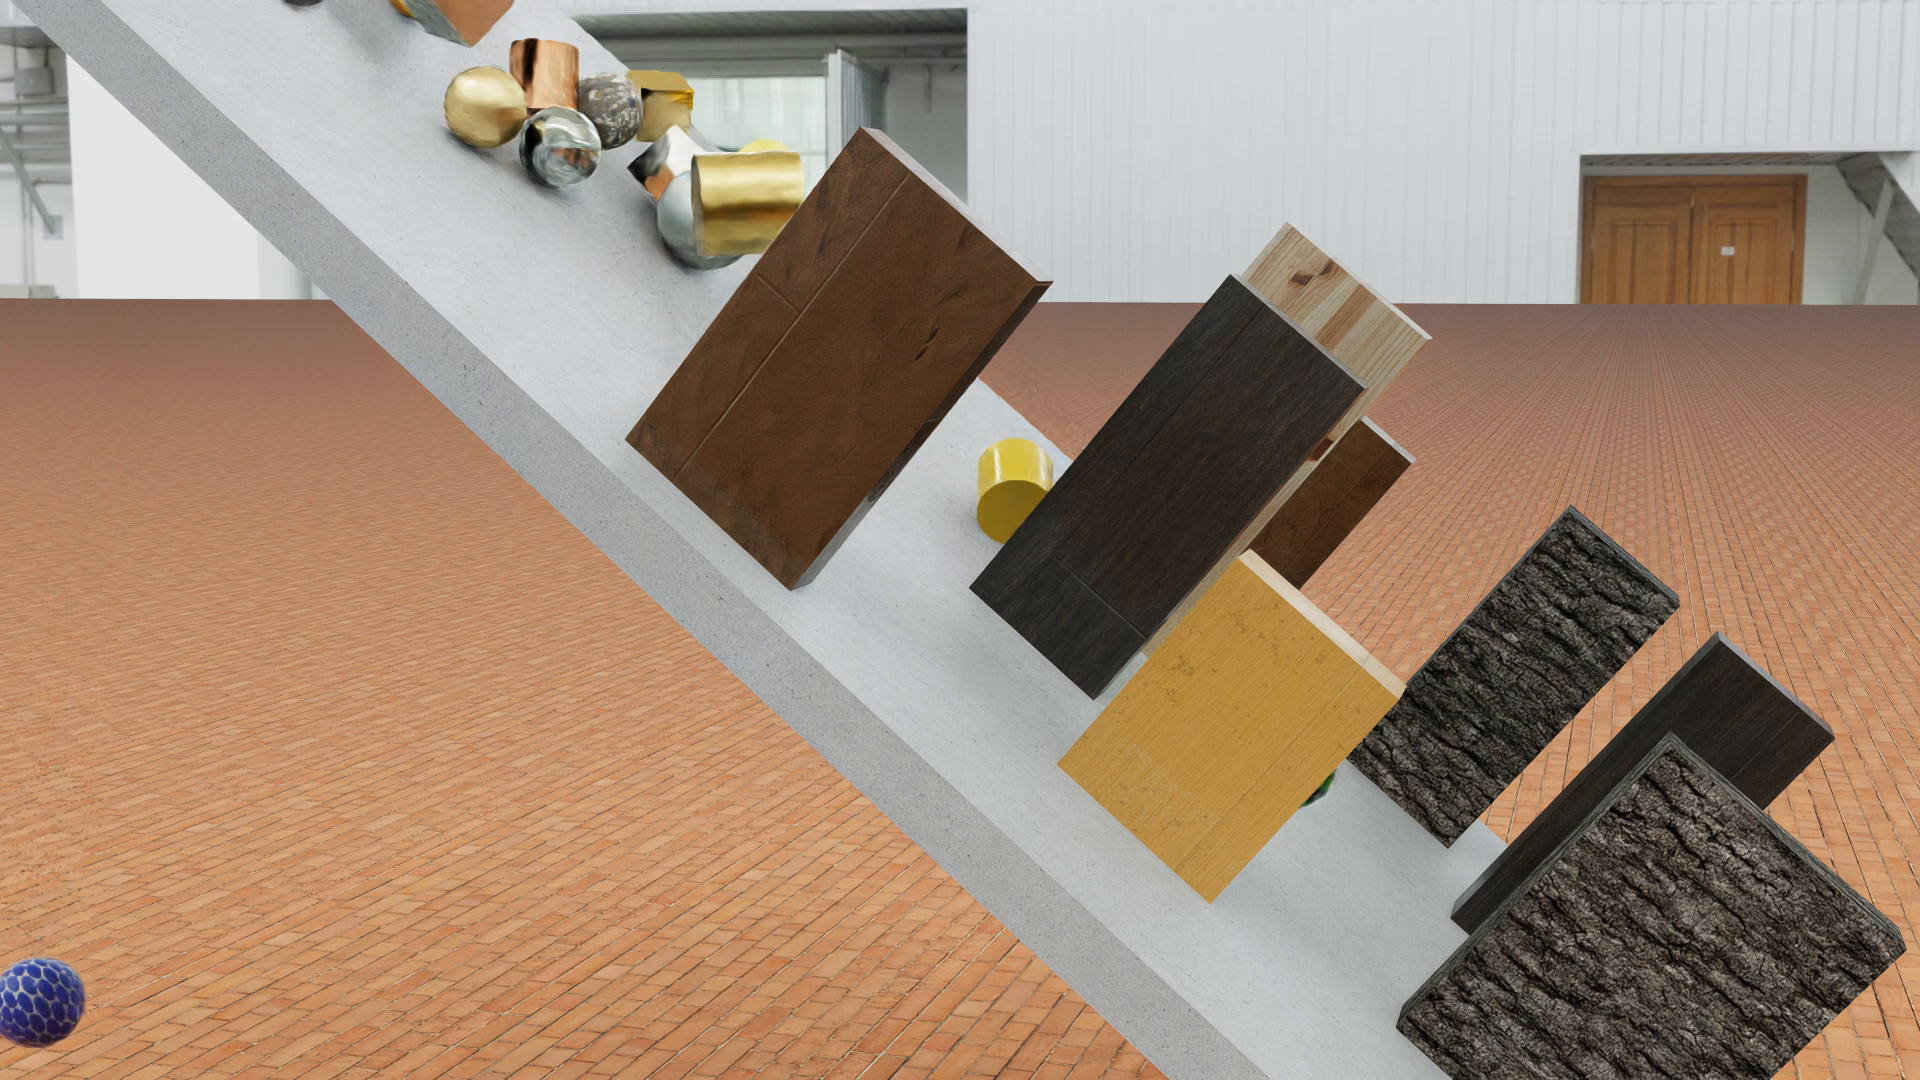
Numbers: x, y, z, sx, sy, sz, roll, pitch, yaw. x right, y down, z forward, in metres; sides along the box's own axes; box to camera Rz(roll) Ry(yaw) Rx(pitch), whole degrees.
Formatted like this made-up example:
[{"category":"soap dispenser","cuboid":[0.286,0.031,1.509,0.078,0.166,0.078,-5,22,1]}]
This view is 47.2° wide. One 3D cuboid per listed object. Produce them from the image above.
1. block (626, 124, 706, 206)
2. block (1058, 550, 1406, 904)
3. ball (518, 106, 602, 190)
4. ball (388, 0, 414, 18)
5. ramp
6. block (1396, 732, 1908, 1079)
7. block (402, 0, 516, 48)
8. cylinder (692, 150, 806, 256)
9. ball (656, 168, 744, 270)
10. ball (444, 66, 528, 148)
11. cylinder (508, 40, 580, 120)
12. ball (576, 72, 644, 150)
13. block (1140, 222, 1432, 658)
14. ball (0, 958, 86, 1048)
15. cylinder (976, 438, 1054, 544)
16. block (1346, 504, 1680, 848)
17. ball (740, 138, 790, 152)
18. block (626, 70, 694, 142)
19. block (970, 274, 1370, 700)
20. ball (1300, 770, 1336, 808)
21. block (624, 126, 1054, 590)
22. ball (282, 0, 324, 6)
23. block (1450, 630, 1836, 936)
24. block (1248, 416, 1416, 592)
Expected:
[{"category":"block","cuboid":[-0.544,-0.703,4.312,0.129,0.129,0.129,46,-4,35]},{"category":"block","cuboid":[0.409,0.281,3.329,0.312,0.428,0.113,42,16,9]},{"category":"ball","cuboid":[-0.725,-0.710,3.985,0.148,0.148,0.148,0,7,0]},{"category":"ball","cuboid":[-1.048,-1.092,4.281,0.155,0.155,0.155,0,7,0]},{"category":"ramp","cuboid":[0.007,0.040,4.037,4.000,0.100,2.000,42,16,9]},{"category":"block","cuboid":[1.039,0.668,3.350,0.436,0.611,0.115,42,16,9]},{"category":"block","cuboid":[-0.914,-1.004,3.964,0.147,0.147,0.147,26,-18,40]},{"category":"cylinder","cuboid":[-0.369,-0.586,3.829,0.178,0.178,0.178,-4,8,-12]},{"category":"ball","cuboid":[-0.479,-0.611,4.178,0.195,0.195,0.195,0,7,0]},{"category":"ball","cuboid":[-0.839,-0.766,3.890,0.144,0.144,0.144,0,7,0]},{"category":"cylinder","cuboid":[-0.794,-0.873,4.189,0.131,0.131,0.131,3,-1,0]},{"category":"ball","cuboid":[-0.695,-0.839,4.303,0.150,0.150,0.150,0,7,0]},{"category":"block","cuboid":[0.489,-0.182,4.101,0.330,0.781,0.115,42,16,9]},{"category":"ball","cuboid":[-2.079,1.043,4.961,0.202,0.202,0.202,0,7,0]},{"category":"cylinder","cuboid":[0.104,-0.091,4.111,0.146,0.146,0.146,0,34,0]},{"category":"block","cuboid":[1.110,0.277,4.444,0.279,0.670,0.144,42,16,9]},{"category":"ball","cuboid":[-0.381,-0.721,4.309,0.130,0.130,0.130,0,7,0]},{"category":"block","cuboid":[-0.629,-0.902,4.573,0.113,0.113,0.113,-3,32,-25]},{"category":"block","cuboid":[0.344,-0.085,3.683,0.287,0.694,0.082,42,16,9]},{"category":"ball","cuboid":[0.595,0.402,3.916,0.149,0.149,0.149,0,7,0]},{"category":"block","cuboid":[-0.181,-0.258,3.190,0.338,0.584,0.087,42,16,9]},{"category":"ball","cuboid":[-1.152,-1.011,3.843,0.151,0.151,0.151,0,7,0]},{"category":"block","cuboid":[1.235,0.517,4.009,0.258,0.707,0.114,42,16,9]},{"category":"block","cuboid":[0.643,-0.079,4.617,0.347,0.531,0.104,42,16,9]}]
